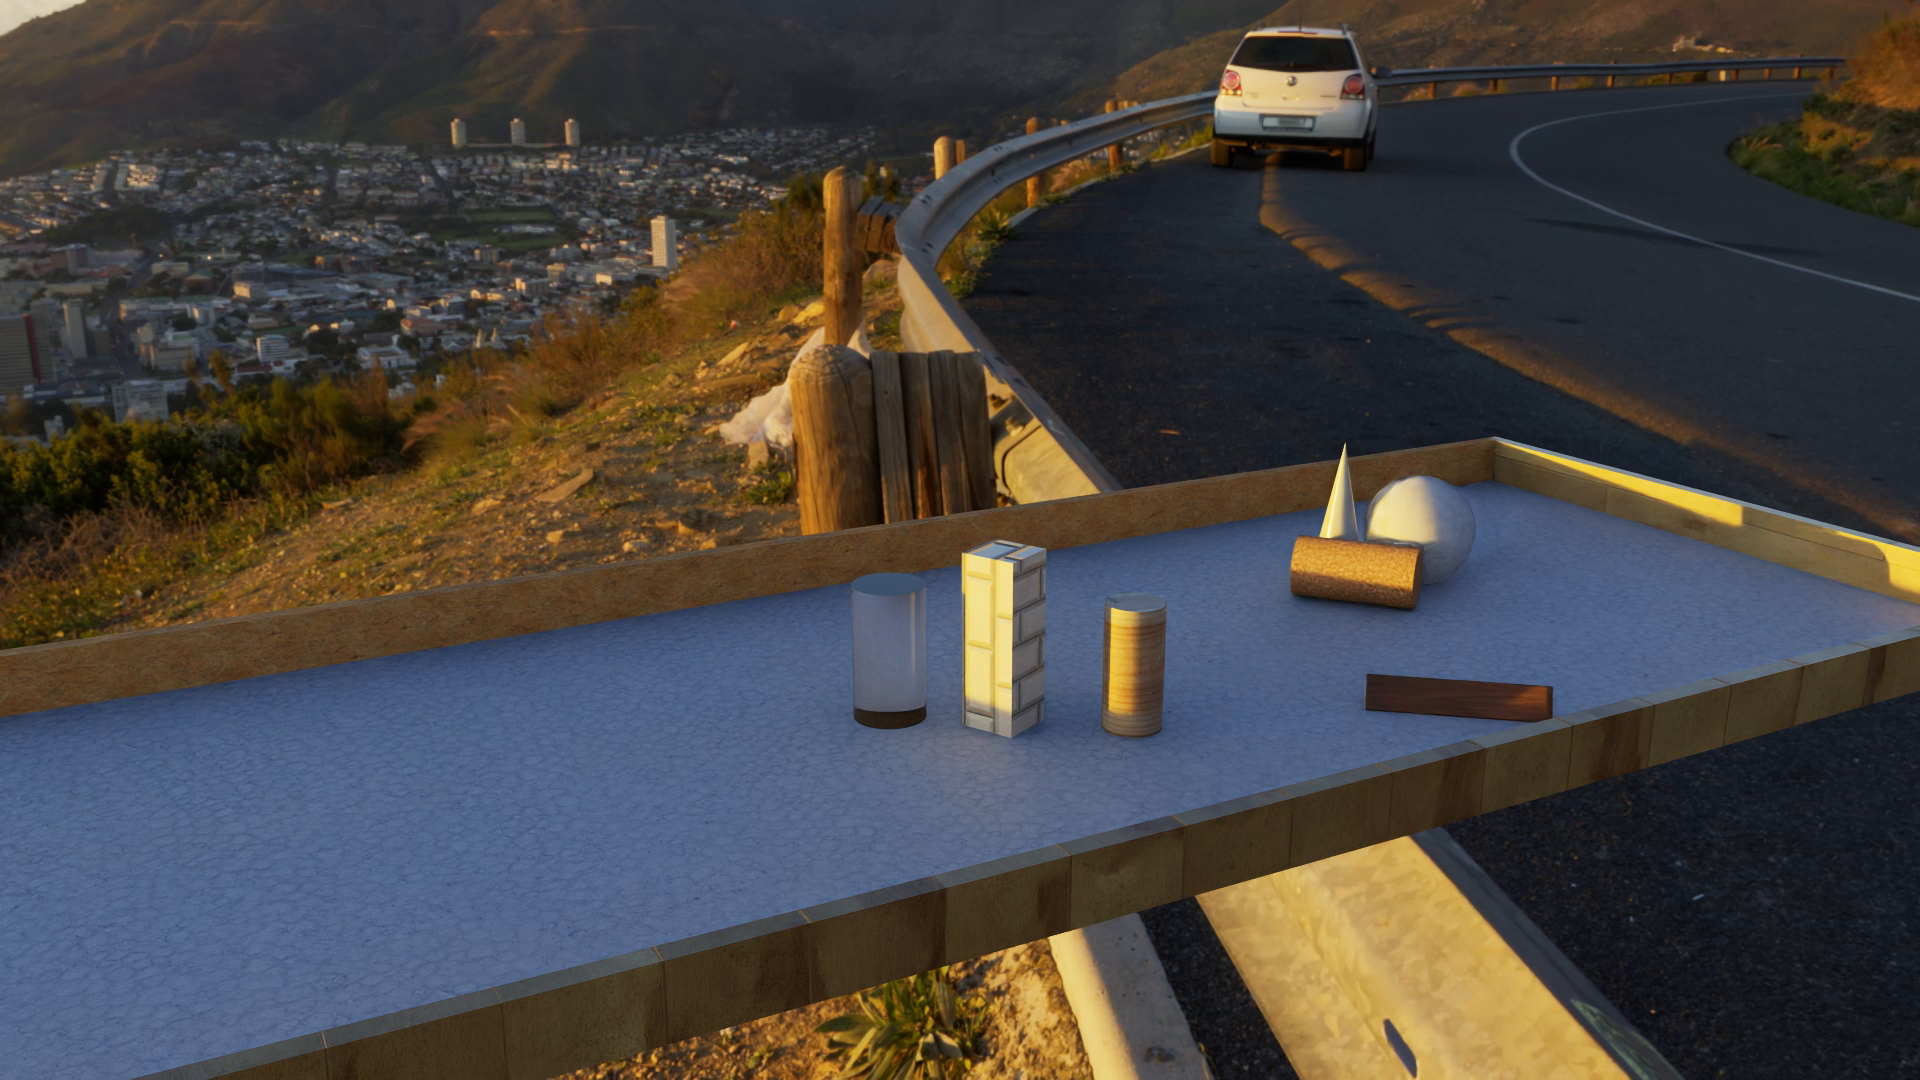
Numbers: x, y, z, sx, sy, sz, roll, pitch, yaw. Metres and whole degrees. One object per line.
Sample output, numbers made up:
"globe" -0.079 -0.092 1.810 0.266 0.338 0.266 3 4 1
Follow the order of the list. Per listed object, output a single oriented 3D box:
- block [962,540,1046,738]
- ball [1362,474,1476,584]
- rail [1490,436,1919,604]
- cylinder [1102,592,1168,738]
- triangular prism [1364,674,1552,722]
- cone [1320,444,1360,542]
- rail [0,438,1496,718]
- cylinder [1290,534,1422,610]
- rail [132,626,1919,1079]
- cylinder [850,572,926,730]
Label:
"block" 0.102 0.227 3.835 0.139 0.421 0.139 11 20 34
"ball" 1.361 -0.032 4.892 0.322 0.322 0.322 0 16 0
"rail" 2.466 -0.048 5.253 0.050 0.150 2.100 -9 18 -27
"cylinder" 0.403 0.289 3.828 0.144 0.307 0.144 0 16 0
"triangular prism" 1.192 0.371 3.951 0.428 0.076 0.087 3 17 11
"cone" 1.124 -0.080 4.870 0.168 0.427 0.168 0 16 0
"rail" -3.305 0.497 3.399 12.000 0.150 0.050 -9 18 -27
"cylinder" 1.138 0.090 4.736 0.342 0.175 0.175 7 18 22
"rail" -2.336 1.006 1.665 12.000 0.150 0.050 -9 18 -27
"cylinder" -0.167 0.260 3.888 0.176 0.328 0.176 0 16 0
